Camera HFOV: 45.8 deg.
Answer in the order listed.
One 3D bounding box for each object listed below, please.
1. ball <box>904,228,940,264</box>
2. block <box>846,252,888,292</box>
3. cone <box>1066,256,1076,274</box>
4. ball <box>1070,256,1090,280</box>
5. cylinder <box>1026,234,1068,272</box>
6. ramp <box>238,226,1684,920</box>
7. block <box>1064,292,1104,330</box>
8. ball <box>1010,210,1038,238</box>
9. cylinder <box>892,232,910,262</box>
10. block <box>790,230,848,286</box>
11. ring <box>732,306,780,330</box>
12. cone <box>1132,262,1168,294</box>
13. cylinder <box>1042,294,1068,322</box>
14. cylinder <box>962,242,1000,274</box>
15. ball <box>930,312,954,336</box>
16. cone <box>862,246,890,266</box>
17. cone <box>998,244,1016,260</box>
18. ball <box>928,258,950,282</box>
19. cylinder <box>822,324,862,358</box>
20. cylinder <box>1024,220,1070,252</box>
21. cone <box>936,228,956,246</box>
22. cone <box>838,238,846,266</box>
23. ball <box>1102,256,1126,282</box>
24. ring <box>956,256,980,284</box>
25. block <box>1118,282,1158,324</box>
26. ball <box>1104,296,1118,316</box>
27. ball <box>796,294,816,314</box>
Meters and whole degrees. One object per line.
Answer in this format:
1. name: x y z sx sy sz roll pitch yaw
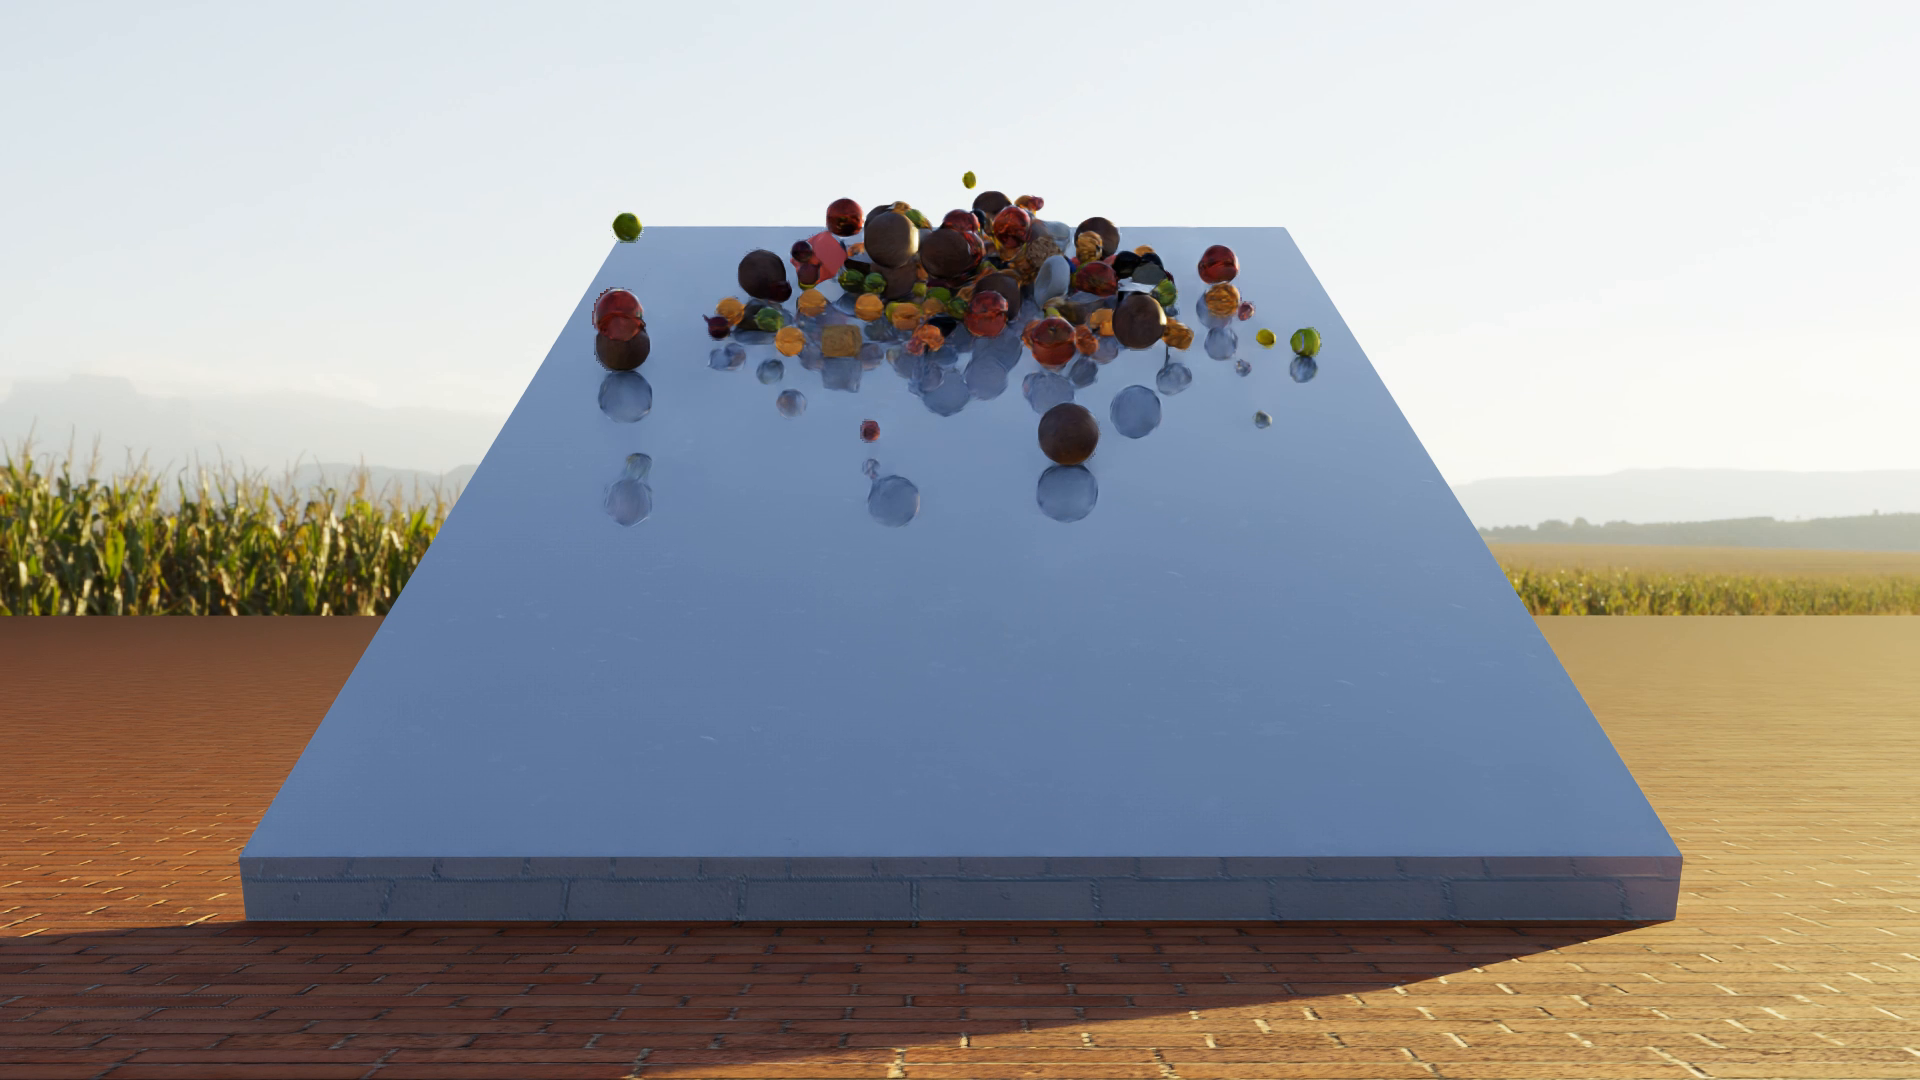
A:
1. ball: -0.102 -0.799 6.172 0.096 0.096 0.096 0 -2 0
2. block: -0.252 -0.729 6.169 0.080 0.080 0.080 15 29 36
3. cone: 0.257 -0.719 6.144 0.083 0.083 0.083 27 -23 13
4. ball: 0.324 -0.748 6.250 0.067 0.067 0.067 0 -2 0
5. cylinder: 0.231 -0.755 6.055 0.082 0.082 0.082 -30 -22 -13
6. ramp: -0.005 -0.210 5.037 2.000 0.100 4.000 0 20 0
7. block: 0.317 -0.583 5.789 0.071 0.071 0.071 22 33 40
8. ball: 0.189 -0.927 6.648 0.081 0.081 0.081 0 -2 0
9. cylinder: -0.142 -0.836 6.464 0.081 0.081 0.081 -7 0 -15
10. block: -0.379 -0.760 6.131 0.094 0.094 0.094 -18 31 43
11. ring: -0.520 -0.567 5.793 0.121 0.040 0.121 -1 25 1
12. cone: 0.508 -0.718 6.056 0.095 0.095 0.095 0 38 10
13. cylinder: 0.254 -0.597 5.849 0.063 0.063 0.063 -1 18 25
14. cylinder: 0.058 -0.783 6.301 0.073 0.073 0.073 -2 21 42
15. ball: -0.046 -0.544 5.709 0.058 0.058 0.058 0 -2 0
16. cone: -0.223 -0.764 6.260 0.079 0.079 0.079 9 -8 -41
17. cone: 0.145 -0.823 6.514 0.050 0.050 0.050 -3 1 -44
18. ball: -0.058 -0.736 6.191 0.062 0.062 0.062 0 -2 0
19. cylinder: -0.287 -0.483 5.505 0.079 0.079 0.079 0 -2 13
20. cylinder: 0.245 -0.848 6.356 0.092 0.092 0.092 -1 -1 -39
21. cone: -0.038 -0.877 6.630 0.059 0.059 0.059 9 -5 -20
22. cone: -0.350 -0.776 6.207 0.081 0.081 0.081 -12 -1 -3
23. ball: 0.423 -0.746 6.242 0.070 0.070 0.070 0 -2 0
24. ring: 0.023 -0.738 6.202 0.030 0.089 0.089 37 8 13
25. block: 0.458 -0.611 5.860 0.082 0.082 0.082 7 22 19
26. ball: 0.393 -0.606 5.886 0.054 0.054 0.054 0 -2 0
27. ball: -0.400 -0.614 5.905 0.052 0.052 0.052 0 -2 0
